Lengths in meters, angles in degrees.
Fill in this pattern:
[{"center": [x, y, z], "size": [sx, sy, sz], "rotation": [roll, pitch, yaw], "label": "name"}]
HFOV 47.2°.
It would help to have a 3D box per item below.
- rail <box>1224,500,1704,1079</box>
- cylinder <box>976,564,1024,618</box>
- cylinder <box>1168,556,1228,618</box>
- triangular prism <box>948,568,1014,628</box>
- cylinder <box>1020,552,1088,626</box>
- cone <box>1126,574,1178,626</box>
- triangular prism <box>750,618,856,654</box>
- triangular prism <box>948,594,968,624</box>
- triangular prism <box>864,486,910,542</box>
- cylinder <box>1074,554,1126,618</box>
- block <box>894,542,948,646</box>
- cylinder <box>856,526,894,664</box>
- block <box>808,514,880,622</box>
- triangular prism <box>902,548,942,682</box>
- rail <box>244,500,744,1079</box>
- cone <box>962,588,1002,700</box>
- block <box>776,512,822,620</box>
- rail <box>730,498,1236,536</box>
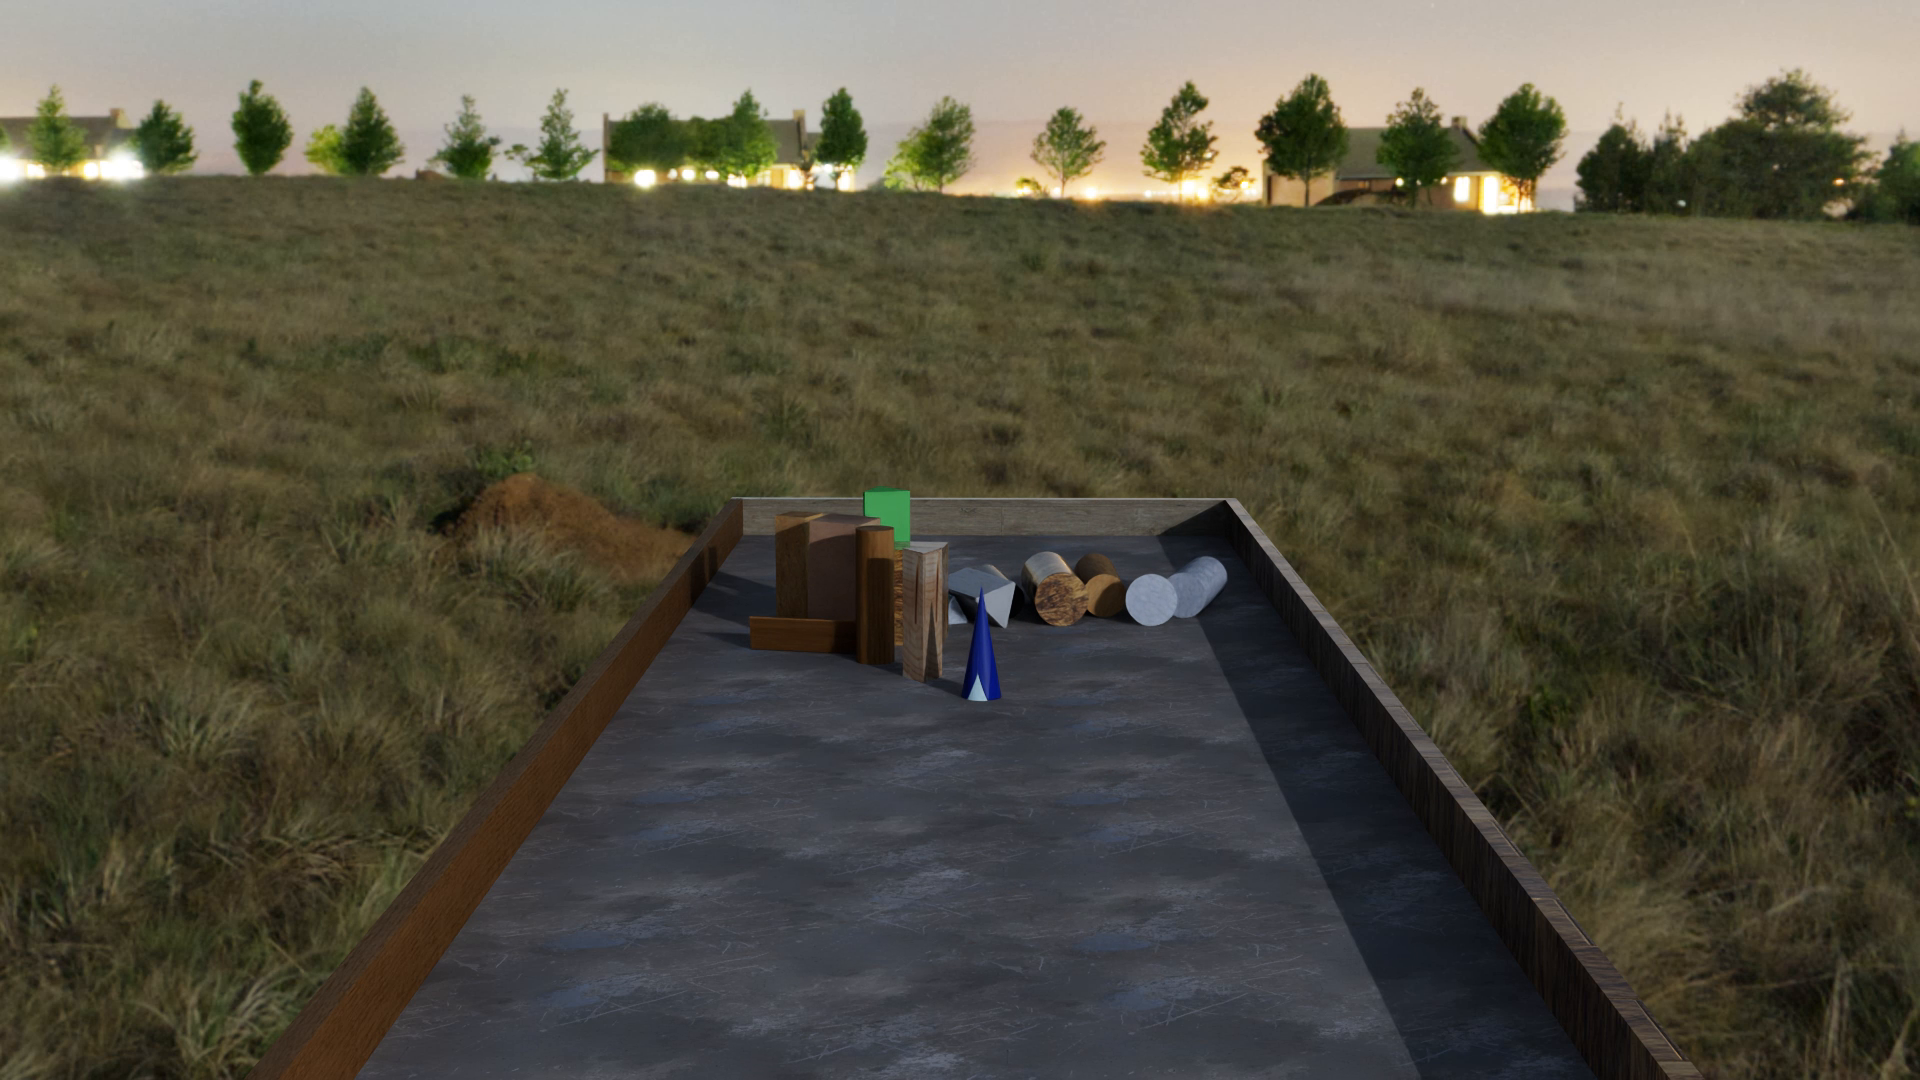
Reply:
[{"center": [1.046, 0.843, 3.208], "size": [0.050, 0.150, 12.000], "rotation": [0, 9, 1], "label": "rail"}, {"center": [0.125, 0.175, 7.514], "size": [0.123, 0.123, 0.358], "rotation": [-2, 9, -10], "label": "cylinder"}, {"center": [0.802, 0.159, 7.518], "size": [0.154, 0.154, 0.361], "rotation": [3, 9, 18], "label": "cylinder"}, {"center": [0.064, 0.167, 7.309], "size": [0.153, 0.132, 0.324], "rotation": [44, -13, -26], "label": "triangular prism"}, {"center": [0.317, 0.162, 7.422], "size": [0.178, 0.178, 0.431], "rotation": [-1, 9, -5], "label": "cylinder"}, {"center": [0.622, 0.212, 7.406], "size": [0.171, 0.171, 0.352], "rotation": [0, -5, -2], "label": "cone"}, {"center": [-0.443, 0.277, 6.811], "size": [0.418, 0.092, 0.107], "rotation": [2, 48, 12], "label": "triangular prism"}, {"center": [-0.102, 0.202, 7.429], "size": [0.104, 0.090, 0.390], "rotation": [-4, 10, -24], "label": "triangular prism"}, {"center": [-0.251, 0.055, 7.220], "size": [0.153, 0.451, 0.132], "rotation": [-2, 9, -12], "label": "triangular prism"}, {"center": [0.480, 0.153, 7.575], "size": [0.147, 0.147, 0.428], "rotation": [0, 9, -1], "label": "cylinder"}, {"center": [-0.135, 0.169, 6.975], "size": [0.172, 0.304, 0.172], "rotation": [1, 9, 8], "label": "block"}, {"center": [-0.257, 0.166, 6.658], "size": [0.117, 0.408, 0.117], "rotation": [0, 9, 0], "label": "cylinder"}, {"center": [-0.367, 0.127, 6.942], "size": [0.170, 0.391, 0.170], "rotation": [6, 10, 20], "label": "block"}, {"center": [-0.094, 0.215, 6.431], "size": [0.099, 0.383, 0.114], "rotation": [-6, 11, -34], "label": "triangular prism"}, {"center": [-1.004, 0.839, 3.234], "size": [0.050, 0.150, 12.000], "rotation": [0, 9, 1], "label": "rail"}, {"center": [0.061, 0.284, 6.196], "size": [0.115, 0.319, 0.115], "rotation": [0, 9, 0], "label": "cone"}, {"center": [-0.525, 0.099, 7.198], "size": [0.113, 0.371, 0.113], "rotation": [4, 10, 26], "label": "block"}, {"center": [0.099, -0.098, 9.147], "size": [2.100, 0.150, 0.050], "rotation": [0, 9, 1], "label": "rail"}]
